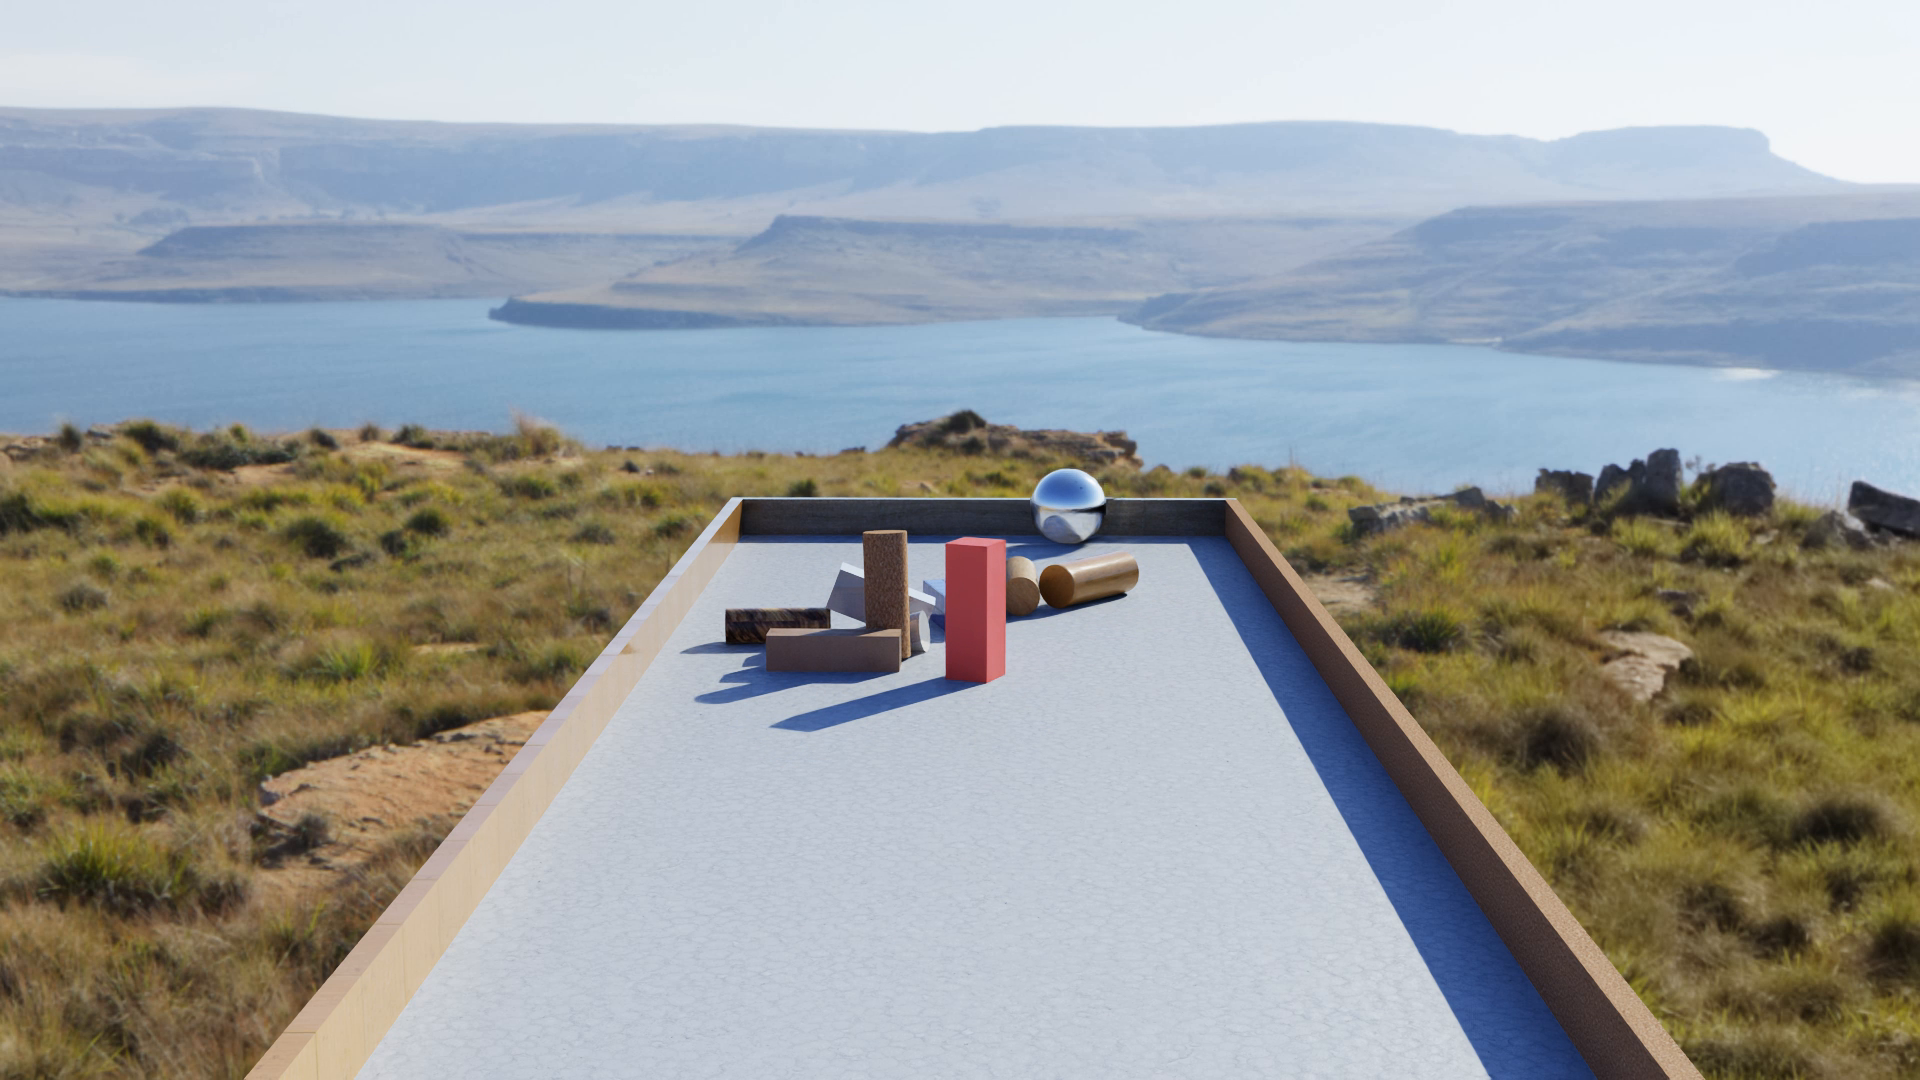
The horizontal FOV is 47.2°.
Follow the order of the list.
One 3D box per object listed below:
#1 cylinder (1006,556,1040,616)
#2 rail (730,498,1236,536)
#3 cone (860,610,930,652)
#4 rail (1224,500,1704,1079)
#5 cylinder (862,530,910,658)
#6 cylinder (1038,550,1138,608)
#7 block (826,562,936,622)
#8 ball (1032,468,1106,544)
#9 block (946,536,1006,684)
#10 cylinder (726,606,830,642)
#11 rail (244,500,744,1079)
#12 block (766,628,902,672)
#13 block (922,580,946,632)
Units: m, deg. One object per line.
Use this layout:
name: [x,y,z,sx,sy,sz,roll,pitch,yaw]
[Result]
cylinder: [0.205,0.156,7.602,0.132,0.132,0.427,0,9,0]
rail: [0.099,-0.098,9.147,2.100,0.150,0.050,0,9,1]
cone: [-0.319,0.307,6.869,0.433,0.128,0.128,-7,7,13]
rail: [1.046,0.843,3.208,0.050,0.150,12.000,0,9,1]
cylinder: [-0.224,0.166,6.708,0.135,0.383,0.135,-2,5,0]
cylinder: [0.452,0.136,7.673,0.151,0.151,0.387,7,12,39]
block: [-0.251,0.199,6.987,0.318,0.133,0.133,21,8,-3]
ball: [0.440,-0.137,8.900,0.305,0.305,0.305,0,9,0]
block: [0.046,0.204,6.439,0.133,0.403,0.133,4,10,25]
cylinder: [-0.575,0.269,6.962,0.331,0.110,0.110,-1,9,-4]
rail: [-1.004,0.839,3.234,0.050,0.150,12.000,0,9,1]
block: [-0.376,0.330,6.584,0.396,0.108,0.108,0,9,2]
block: [-0.026,0.218,7.272,0.114,0.114,0.373,-2,9,-14]
